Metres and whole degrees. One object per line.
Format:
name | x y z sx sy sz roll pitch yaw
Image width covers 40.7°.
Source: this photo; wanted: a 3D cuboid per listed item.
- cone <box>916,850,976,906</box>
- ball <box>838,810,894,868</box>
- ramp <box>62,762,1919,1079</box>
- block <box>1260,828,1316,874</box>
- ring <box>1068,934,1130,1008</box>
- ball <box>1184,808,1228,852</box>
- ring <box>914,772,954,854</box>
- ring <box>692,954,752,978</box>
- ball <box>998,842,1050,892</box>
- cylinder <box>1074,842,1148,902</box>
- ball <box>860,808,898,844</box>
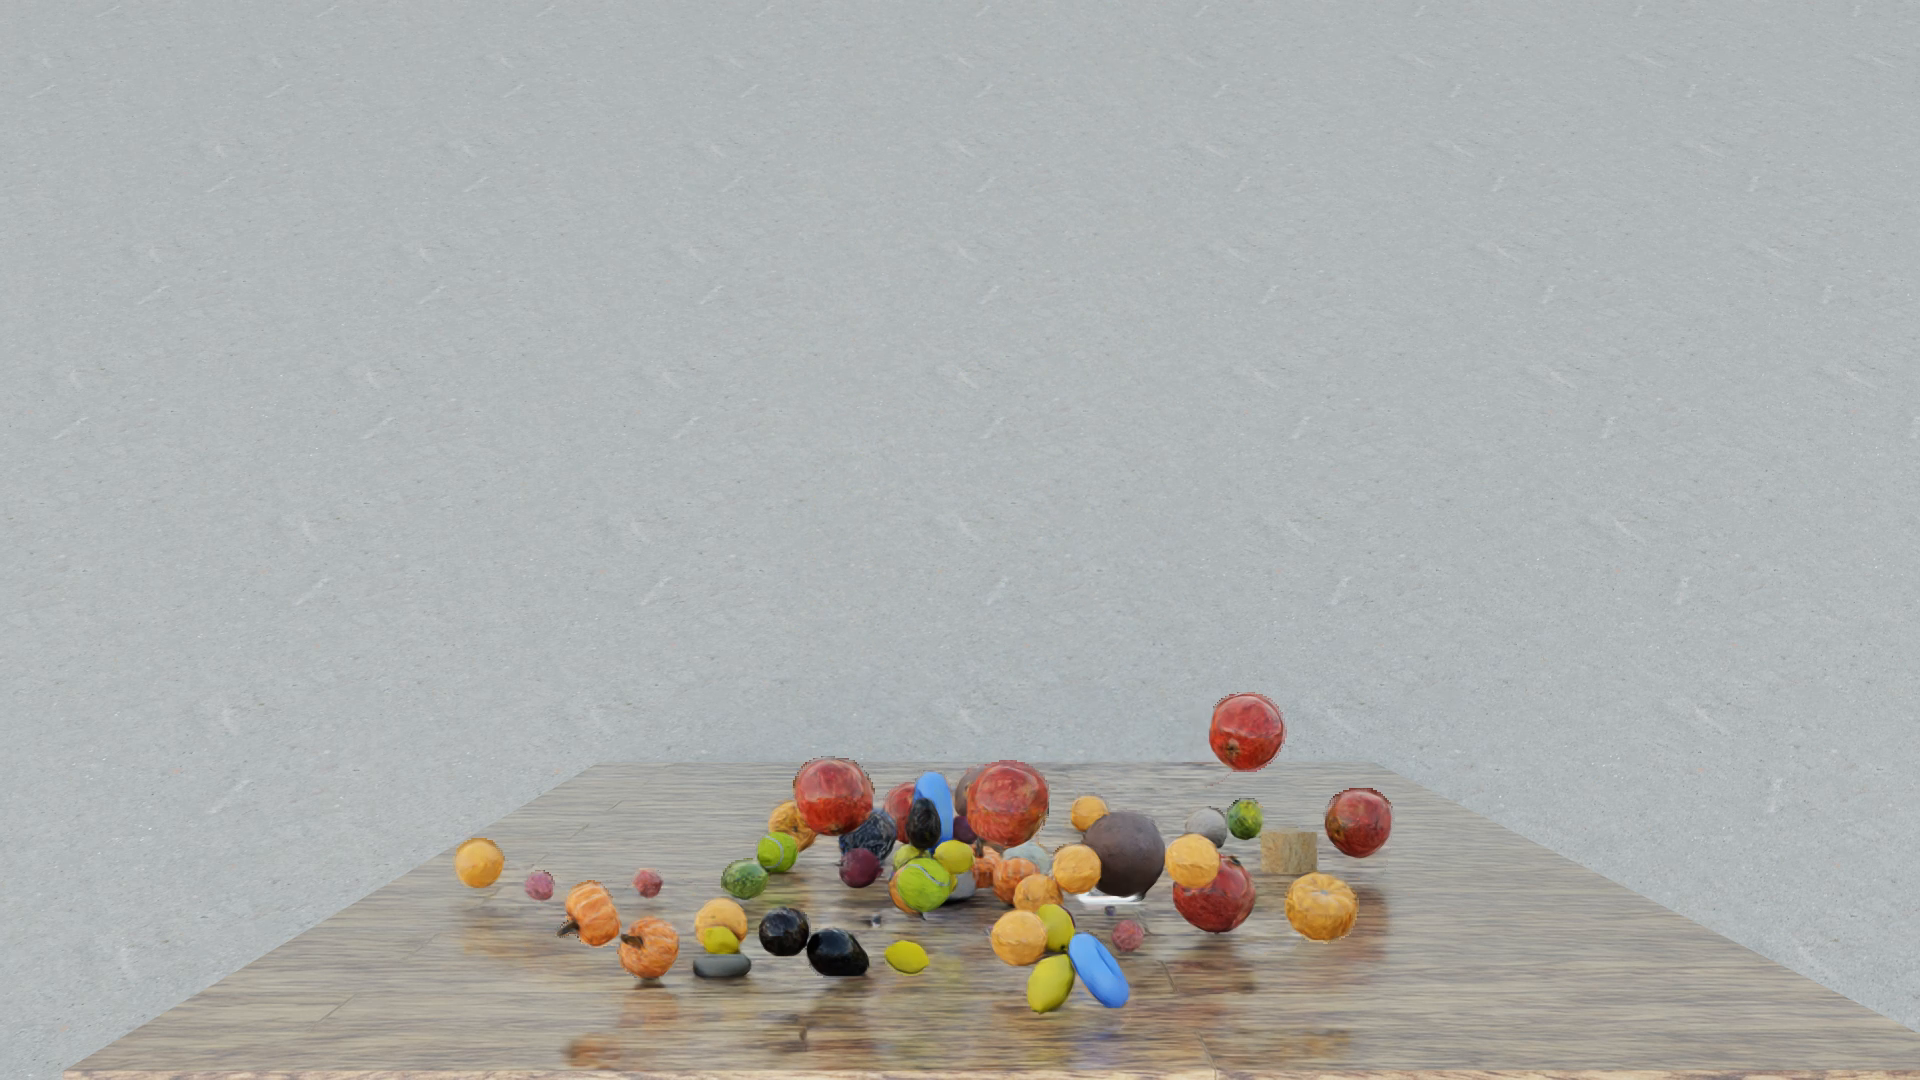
cone | -0.039 0.537 3.970 0.090 0.090 0.090 24 42 34
ball | -0.161 0.512 4.432 0.096 0.096 0.096 0 31 0
ramp | 0.069 0.612 4.684 2.000 0.100 4.000 0 0 0
block | 0.555 0.526 4.376 0.068 0.068 0.068 0 0 -25
ring | 0.161 0.498 2.996 0.032 0.097 0.097 -36 32 8
ball | 0.443 0.523 4.660 0.078 0.078 0.078 0 31 0
ring | -0.047 0.481 4.556 0.048 0.145 0.145 -3 31 -14
ring | -0.303 0.541 3.292 0.075 0.025 0.075 -1 -2 0
ball | 0.102 0.518 4.097 0.081 0.081 0.081 0 31 0
cylinder | 0.232 0.511 3.987 0.092 0.092 0.092 0 30 -12
ball | -0.155 0.517 4.574 0.088 0.088 0.088 0 31 0
